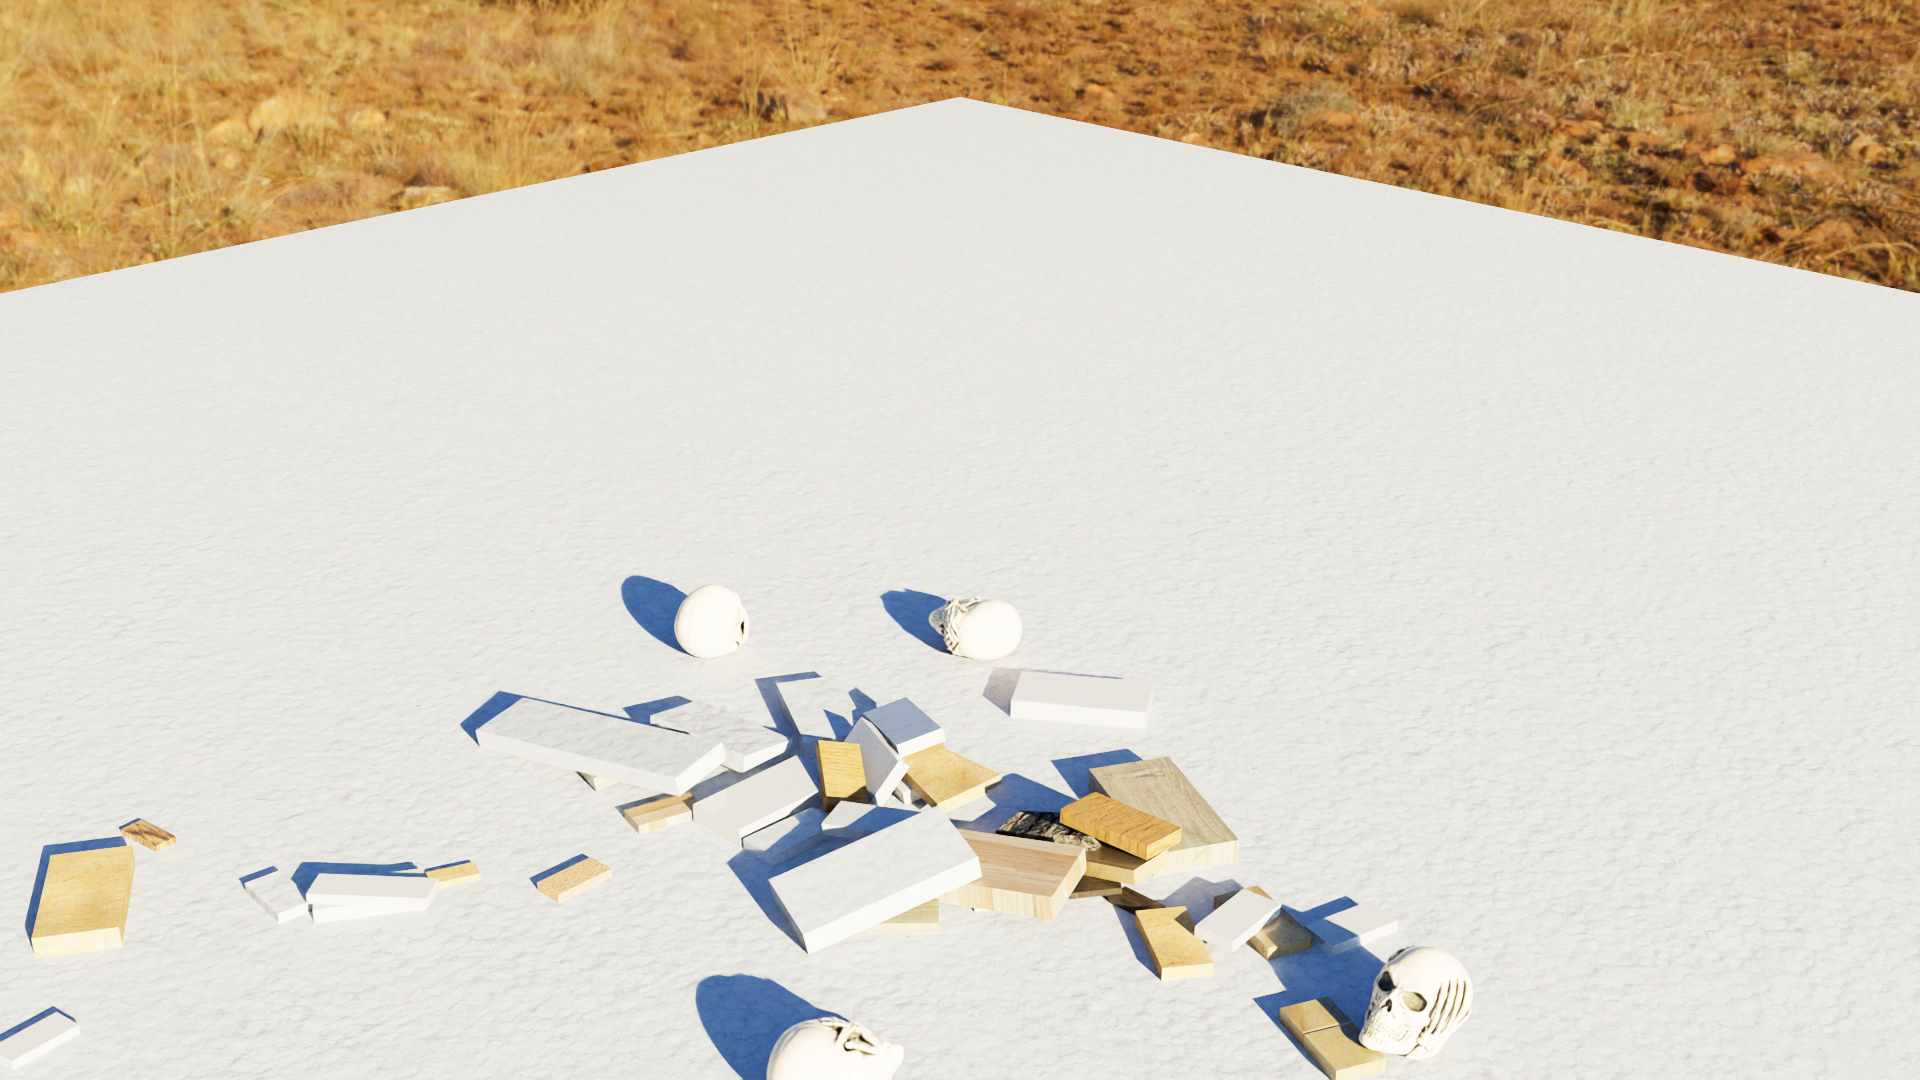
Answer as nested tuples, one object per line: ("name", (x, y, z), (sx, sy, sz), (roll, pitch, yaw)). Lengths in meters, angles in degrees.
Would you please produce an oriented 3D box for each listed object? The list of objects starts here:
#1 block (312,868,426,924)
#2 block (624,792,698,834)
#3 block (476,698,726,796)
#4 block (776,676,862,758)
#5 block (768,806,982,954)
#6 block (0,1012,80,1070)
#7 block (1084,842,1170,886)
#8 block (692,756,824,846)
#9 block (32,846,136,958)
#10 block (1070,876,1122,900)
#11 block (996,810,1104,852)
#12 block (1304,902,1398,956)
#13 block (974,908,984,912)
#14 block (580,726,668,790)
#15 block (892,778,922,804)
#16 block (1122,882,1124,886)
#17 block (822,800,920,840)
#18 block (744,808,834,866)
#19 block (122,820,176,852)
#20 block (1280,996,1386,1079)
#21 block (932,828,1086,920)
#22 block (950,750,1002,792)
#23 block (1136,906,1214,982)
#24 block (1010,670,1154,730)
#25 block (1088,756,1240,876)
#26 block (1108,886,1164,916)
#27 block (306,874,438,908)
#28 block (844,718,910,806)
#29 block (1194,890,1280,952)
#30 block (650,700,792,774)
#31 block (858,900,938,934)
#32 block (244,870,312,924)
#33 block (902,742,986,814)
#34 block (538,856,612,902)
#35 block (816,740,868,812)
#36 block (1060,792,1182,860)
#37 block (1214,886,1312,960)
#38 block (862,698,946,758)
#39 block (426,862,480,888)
("block", (-1.112, 0.670, 4.145), (0.203, 0.029, 0.102), (-6, 24, -13))
("block", (-0.596, 0.551, 4.437), (0.143, 0.020, 0.072), (-13, 26, -29))
("block", (-0.757, 0.428, 4.602), (0.567, 0.042, 0.149), (8, 30, 34))
("block", (-0.302, 0.383, 4.805), (0.143, 0.040, 0.285), (-7, 24, -15))
("block", (-0.158, 0.629, 4.093), (0.354, 0.050, 0.177), (-22, 35, -16))
("block", (-1.570, 0.850, 3.734), (0.064, 0.018, 0.128), (16, 28, 32))
("block", (0.283, 0.611, 4.217), (0.212, 0.030, 0.106), (4, 19, 43))
("block", (-0.386, 0.527, 4.467), (0.143, 0.040, 0.285), (20, 30, 39))
("block", (-1.638, 0.674, 4.119), (0.148, 0.042, 0.297), (-6, 24, -13))
("block", (0.258, 0.656, 4.169), (0.097, 0.014, 0.049), (-7, 27, 6))
("block", (0.189, 0.570, 4.315), (0.212, 0.030, 0.106), (-1, 16, 29))
("block", (0.719, 0.715, 4.048), (0.158, 0.022, 0.079), (-14, 27, -29))
("block", (0.099, 0.666, 4.161), (0.157, 0.022, 0.079), (-3, 23, -7))
("block", (-0.690, 0.456, 4.605), (0.203, 0.029, 0.102), (-21, 27, -24))
("block", (-0.117, 0.469, 4.580), (0.105, 0.030, 0.211), (-22, 32, -20))
("block", (0.290, 0.639, 4.238), (0.049, 0.014, 0.097), (2, 23, 4))
("block", (-0.170, 0.551, 4.283), (0.176, 0.025, 0.088), (5, 26, 23))
("block", (-0.331, 0.585, 4.349), (0.178, 0.025, 0.088), (-21, 31, -40))
("block", (-1.609, 0.587, 4.361), (0.111, 0.013, 0.047), (16, 28, 33))
("block", (0.631, 0.847, 3.730), (0.095, 0.027, 0.190), (-9, 25, -20))
("block", (0.004, 0.621, 4.178), (0.436, 0.050, 0.177), (5, 26, 23))
("block", (-0.005, 0.483, 4.593), (0.174, 0.022, 0.079), (21, 30, 40))
("block", (0.389, 0.733, 4.000), (0.095, 0.027, 0.190), (-4, 23, -9))
("block", (0.272, 0.354, 4.872), (0.297, 0.042, 0.149), (4, 24, 10))
("block", (0.403, 0.549, 4.402), (0.177, 0.050, 0.354), (-7, 24, -16))
("block", (0.332, 0.684, 4.132), (0.097, 0.014, 0.049), (21, 31, 40))
("block", (-1.098, 0.656, 4.115), (0.228, 0.020, 0.072), (2, 23, 4))
("block", (-0.185, 0.460, 4.548), (0.030, 0.105, 0.211), (32, 5, -32))
("block", (0.509, 0.695, 4.024), (0.081, 0.023, 0.162), (18, 29, 36))
("block", (-0.512, 0.419, 4.699), (0.285, 0.040, 0.143), (18, 22, 36))
("block", (-0.120, 0.699, 4.083), (0.162, 0.023, 0.081), (0, 23, 0))
("block", (-1.284, 0.672, 4.150), (0.072, 0.020, 0.143), (-19, 29, -37))
("block", (-0.048, 0.479, 4.484), (0.105, 0.030, 0.211), (-22, 32, -21))
("block", (-0.736, 0.650, 4.207), (0.064, 0.018, 0.128), (20, 30, 39))
("block", (-0.240, 0.485, 4.489), (0.088, 0.025, 0.176), (7, 39, -17))
("block", (0.308, 0.549, 4.233), (0.212, 0.030, 0.106), (19, 26, 39))
("block", (0.559, 0.706, 4.063), (0.095, 0.027, 0.190), (-10, 25, -23))
("block", (-0.119, 0.393, 4.633), (0.102, 0.029, 0.250), (-20, 17, -14))
("block", (-0.973, 0.645, 4.224), (0.094, 0.013, 0.047), (-10, 25, -22))
